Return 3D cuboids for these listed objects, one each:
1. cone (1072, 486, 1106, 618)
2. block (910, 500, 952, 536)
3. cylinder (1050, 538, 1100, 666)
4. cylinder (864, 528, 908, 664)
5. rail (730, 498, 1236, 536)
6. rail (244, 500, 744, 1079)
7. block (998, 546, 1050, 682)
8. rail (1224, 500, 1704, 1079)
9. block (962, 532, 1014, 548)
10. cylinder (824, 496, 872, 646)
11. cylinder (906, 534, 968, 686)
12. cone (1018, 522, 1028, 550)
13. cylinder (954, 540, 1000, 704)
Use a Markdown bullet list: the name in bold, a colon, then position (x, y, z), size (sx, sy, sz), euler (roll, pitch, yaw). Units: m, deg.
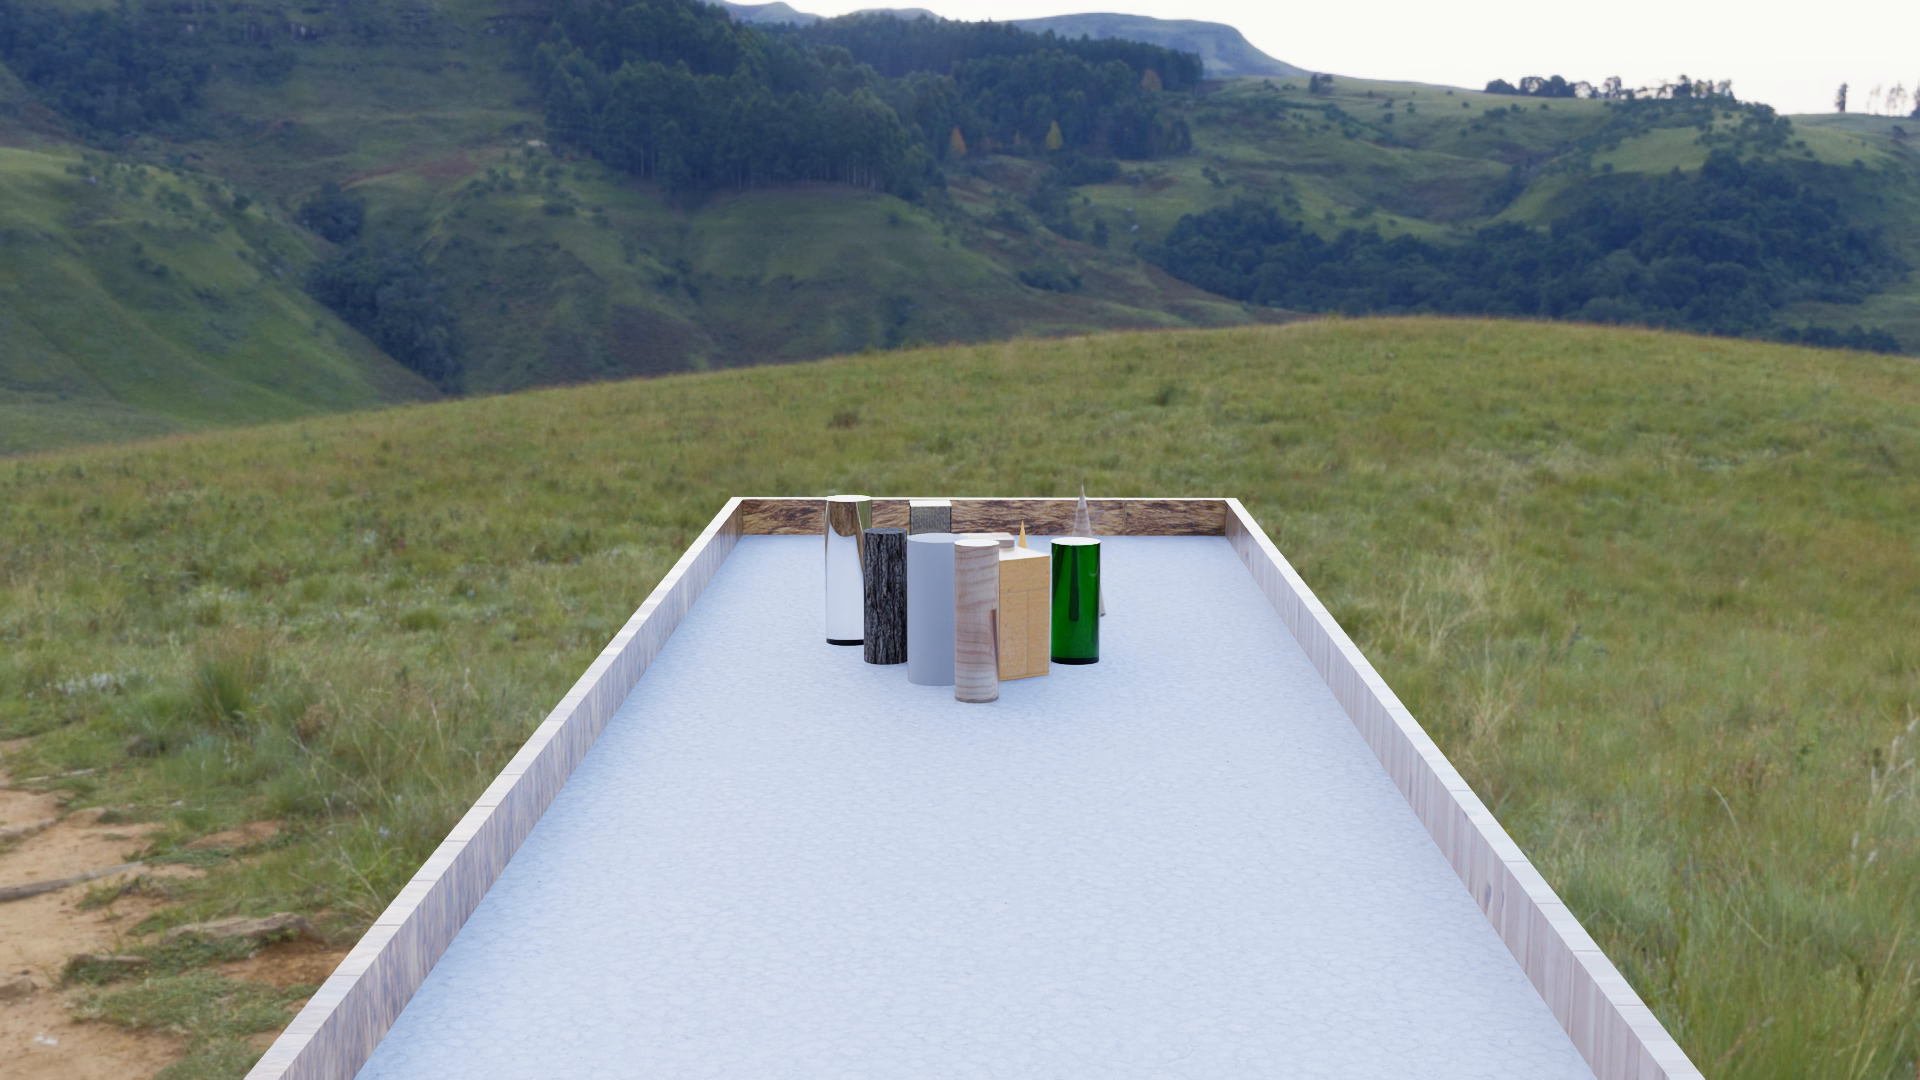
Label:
- **cone**: position (0.409, 0.028, 7.395), size (0.168, 0.449, 0.168), euler (0, 9, 0)
- **block**: position (-0.093, 0.104, 6.934), size (0.126, 0.444, 0.126), euler (-1, 9, -3)
- **cylinder**: position (0.350, 0.185, 6.674), size (0.151, 0.367, 0.151), euler (0, 9, 0)
- **cylinder**: position (-0.226, 0.169, 6.667), size (0.133, 0.399, 0.133), euler (0, 9, 0)
- **rail**: position (0.099, -0.098, 9.147), size (2.100, 0.150, 0.050), euler (0, 9, 1)
- **rail**: position (-1.004, 0.839, 3.234), size (0.050, 0.150, 12.000), euler (0, 9, 1)
- **block**: position (0.145, 0.217, 6.490), size (0.174, 0.359, 0.174), euler (-5, 11, -31)
- **rail**: position (1.046, 0.843, 3.208), size (0.050, 0.150, 12.000), euler (0, 9, 1)
- **block**: position (0.082, 0.176, 6.677), size (0.152, 0.378, 0.152), euler (-1, 8, -5)
- **cylinder**: position (-0.351, 0.095, 6.945), size (0.149, 0.458, 0.149), euler (0, 9, 0)
- **cylinder**: position (-0.064, 0.201, 6.402), size (0.180, 0.419, 0.180), euler (0, 9, 0)
- **cone**: position (0.197, 0.130, 6.941), size (0.139, 0.390, 0.139), euler (0, 9, 0)
- **cylinder**: position (0.047, 0.227, 6.159), size (0.125, 0.444, 0.125), euler (0, 9, 0)
